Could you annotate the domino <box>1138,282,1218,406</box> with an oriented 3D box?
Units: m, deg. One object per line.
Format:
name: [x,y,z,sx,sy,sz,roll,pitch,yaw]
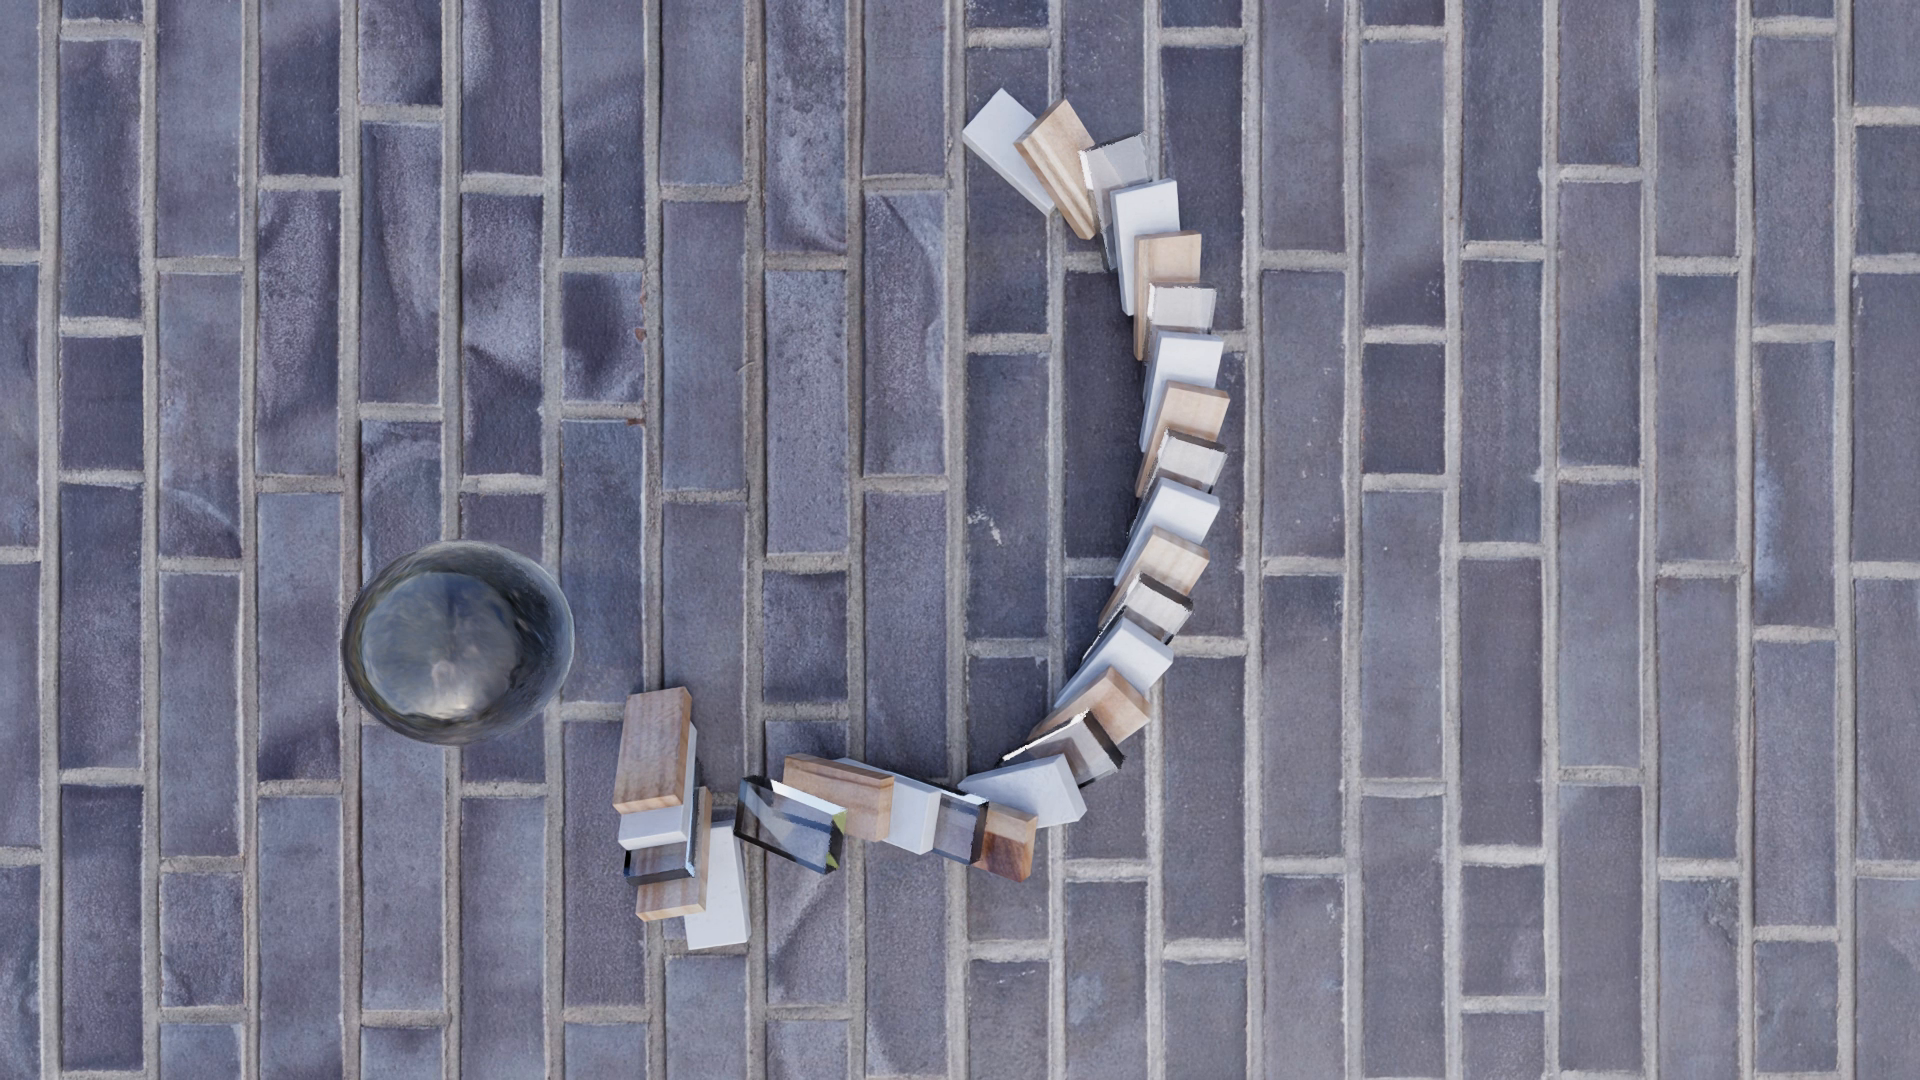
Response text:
domino: [0.091,-0.081,0.384,0.025,0.009,0.050,0,119,0]

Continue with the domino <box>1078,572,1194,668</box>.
domino: [0.073,0.040,0.384,0.025,0.009,0.050,29,119,0]

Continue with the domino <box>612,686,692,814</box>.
domino: [-0.127,0.086,0.380,0.025,0.009,0.050,-9,49,0]

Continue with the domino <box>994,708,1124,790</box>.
domino: [0.041,0.093,0.383,0.050,0.009,0.025,-36,90,31]

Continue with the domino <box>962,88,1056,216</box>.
domino: [0.028,-0.167,0.395,0.050,0.009,0.025,42,90,0]

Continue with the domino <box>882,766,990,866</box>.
domino: [-0.014,0.115,0.383,0.050,0.010,0.025,10,93,30]

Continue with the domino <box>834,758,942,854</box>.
domino: [-0.033,0.110,0.383,0.050,0.010,0.025,10,91,30]

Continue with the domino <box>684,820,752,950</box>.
domino: [-0.107,0.148,0.395,0.025,0.010,0.050,-8,90,0]

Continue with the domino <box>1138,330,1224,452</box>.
domino: [0.092,-0.061,0.384,0.025,0.009,0.050,4,119,0]

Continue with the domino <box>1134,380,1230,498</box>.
domino: [0.092,-0.040,0.384,0.025,0.010,0.050,11,119,0]

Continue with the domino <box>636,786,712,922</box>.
domino: [-0.118,0.129,0.380,0.025,0.009,0.050,-9,50,0]

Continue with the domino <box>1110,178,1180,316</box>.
domino: [0.079,-0.122,0.384,0.025,0.009,0.050,-13,119,0]

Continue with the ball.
ball: [-0.195,0.040,0.360,0.080,0.080,0.080,0,90,0]

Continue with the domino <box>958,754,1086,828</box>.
domino: [0.025,0.107,0.382,0.050,0.009,0.025,-23,90,33]

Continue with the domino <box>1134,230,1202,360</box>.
domino: [0.086,-0.102,0.384,0.025,0.009,0.050,-6,119,0]

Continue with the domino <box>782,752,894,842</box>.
domino: [-0.052,0.107,0.383,0.050,0.009,0.025,5,89,30]

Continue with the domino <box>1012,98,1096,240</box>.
domino: [0.047,-0.154,0.383,0.025,0.009,0.050,-45,120,0]

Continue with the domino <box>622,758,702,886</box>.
domino: [-0.123,0.115,0.380,0.025,0.010,0.050,-9,49,0]

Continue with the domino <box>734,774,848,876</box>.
domino: [-0.071,0.118,0.383,0.050,0.010,0.025,11,94,30]

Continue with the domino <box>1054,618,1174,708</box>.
domino: [0.064,0.058,0.384,0.025,0.009,0.050,34,119,0]

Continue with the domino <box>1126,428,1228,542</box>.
domino: [0.090,-0.019,0.384,0.025,0.010,0.050,16,119,0]

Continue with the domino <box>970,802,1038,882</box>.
domino: [0.006,0.122,0.383,0.050,0.010,0.025,9,94,30]

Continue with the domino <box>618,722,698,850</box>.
domino: [-0.125,0.101,0.380,0.025,0.009,0.050,-9,49,0]

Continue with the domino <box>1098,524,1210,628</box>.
domino: [0.080,0.021,0.384,0.025,0.009,0.050,25,119,0]

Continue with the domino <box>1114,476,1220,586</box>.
domino: [0.086,0.001,0.384,0.025,0.010,0.050,20,119,0]

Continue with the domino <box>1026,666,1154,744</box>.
domino: [0.054,0.077,0.383,0.025,0.009,0.050,44,121,0]

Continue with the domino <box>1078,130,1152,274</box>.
domino: [0.068,-0.141,0.383,0.025,0.009,0.050,-19,120,-1]
